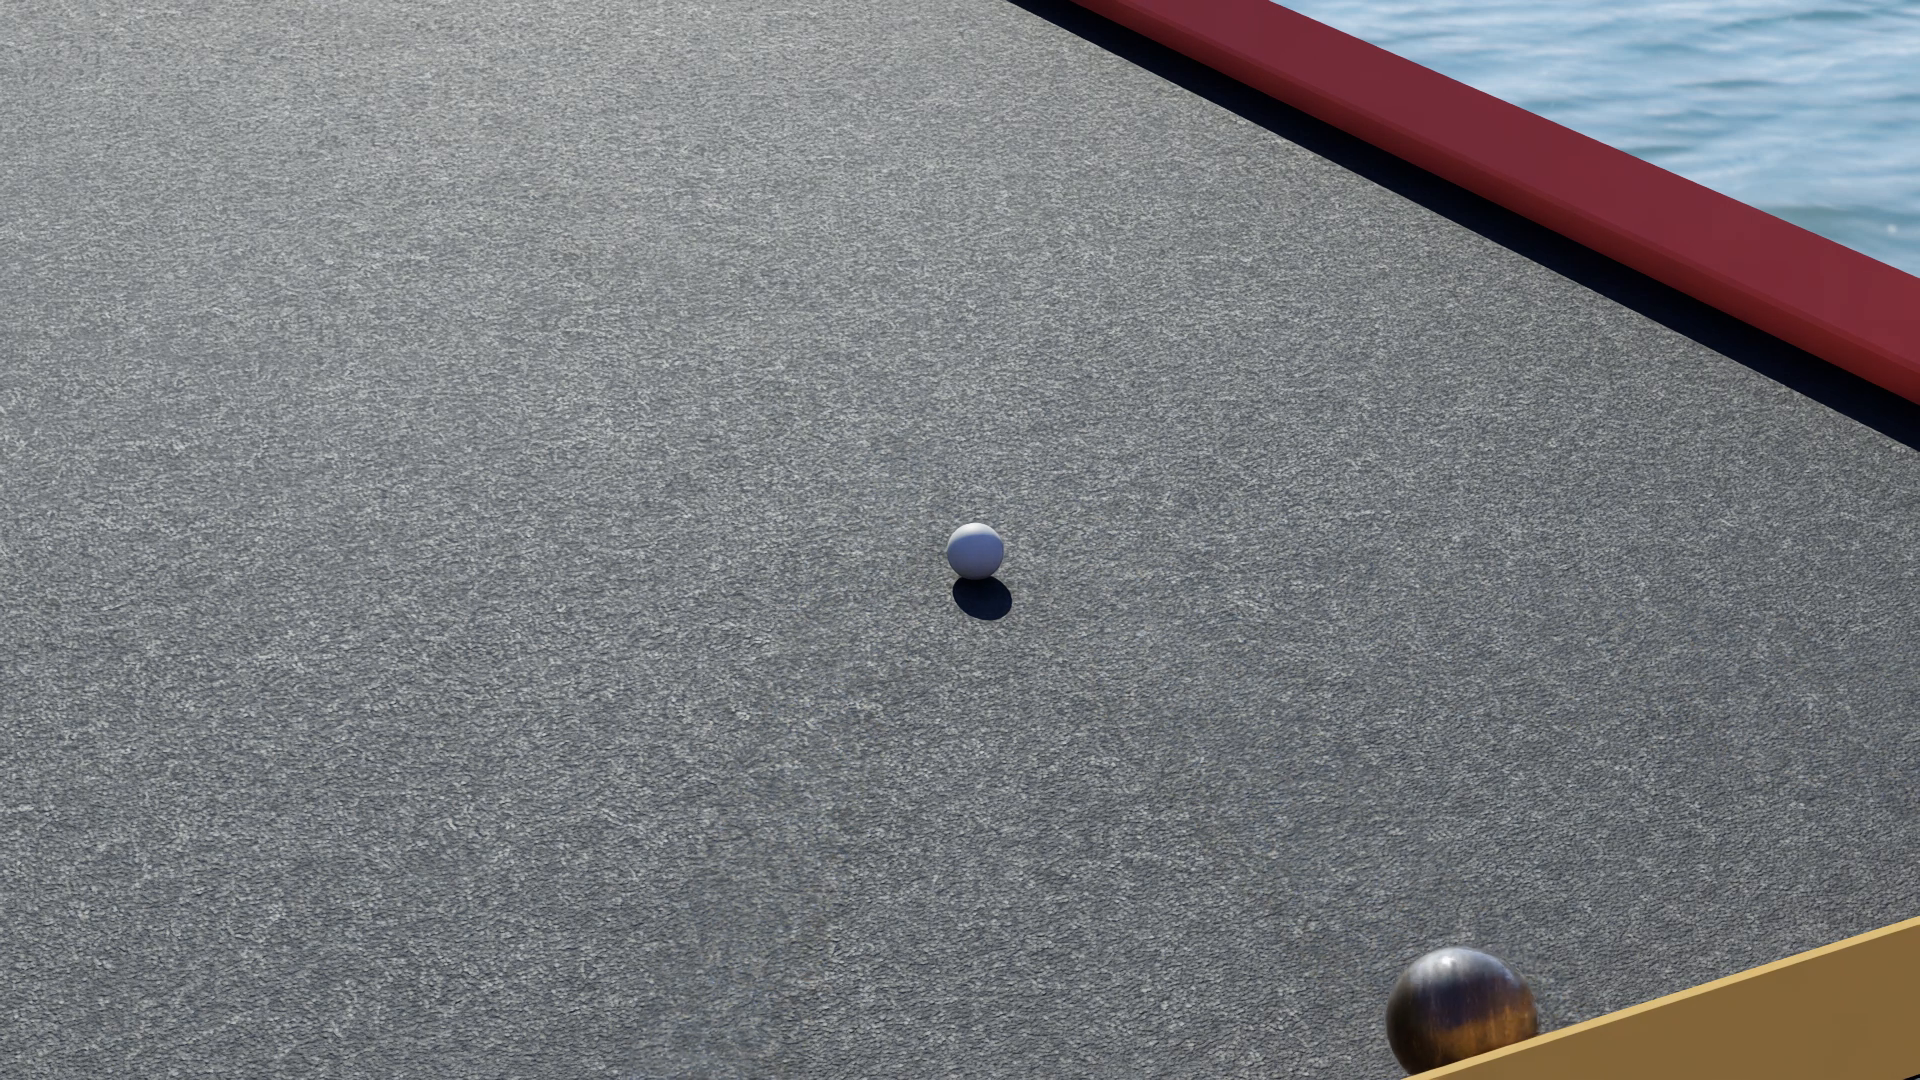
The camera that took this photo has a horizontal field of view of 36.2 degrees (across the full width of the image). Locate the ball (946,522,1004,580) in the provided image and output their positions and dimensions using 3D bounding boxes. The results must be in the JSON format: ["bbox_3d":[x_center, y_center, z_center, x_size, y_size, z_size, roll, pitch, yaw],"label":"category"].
[{"bbox_3d":[0.011,0.008,2.128,0.041,0.041,0.041,0,25,0],"label":"ball"}]

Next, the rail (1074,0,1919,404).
[{"bbox_3d":[0.399,-0.472,3.087,0.045,0.103,3.128,-12,27,-24],"label":"rail"}]

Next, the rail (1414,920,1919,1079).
[{"bbox_3d":[0.340,0.266,1.498,1.724,0.103,0.045,-12,27,-24],"label":"rail"}]

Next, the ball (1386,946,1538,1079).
[{"bbox_3d":[0.265,0.255,1.553,0.079,0.079,0.079,0,25,0],"label":"ball"}]
